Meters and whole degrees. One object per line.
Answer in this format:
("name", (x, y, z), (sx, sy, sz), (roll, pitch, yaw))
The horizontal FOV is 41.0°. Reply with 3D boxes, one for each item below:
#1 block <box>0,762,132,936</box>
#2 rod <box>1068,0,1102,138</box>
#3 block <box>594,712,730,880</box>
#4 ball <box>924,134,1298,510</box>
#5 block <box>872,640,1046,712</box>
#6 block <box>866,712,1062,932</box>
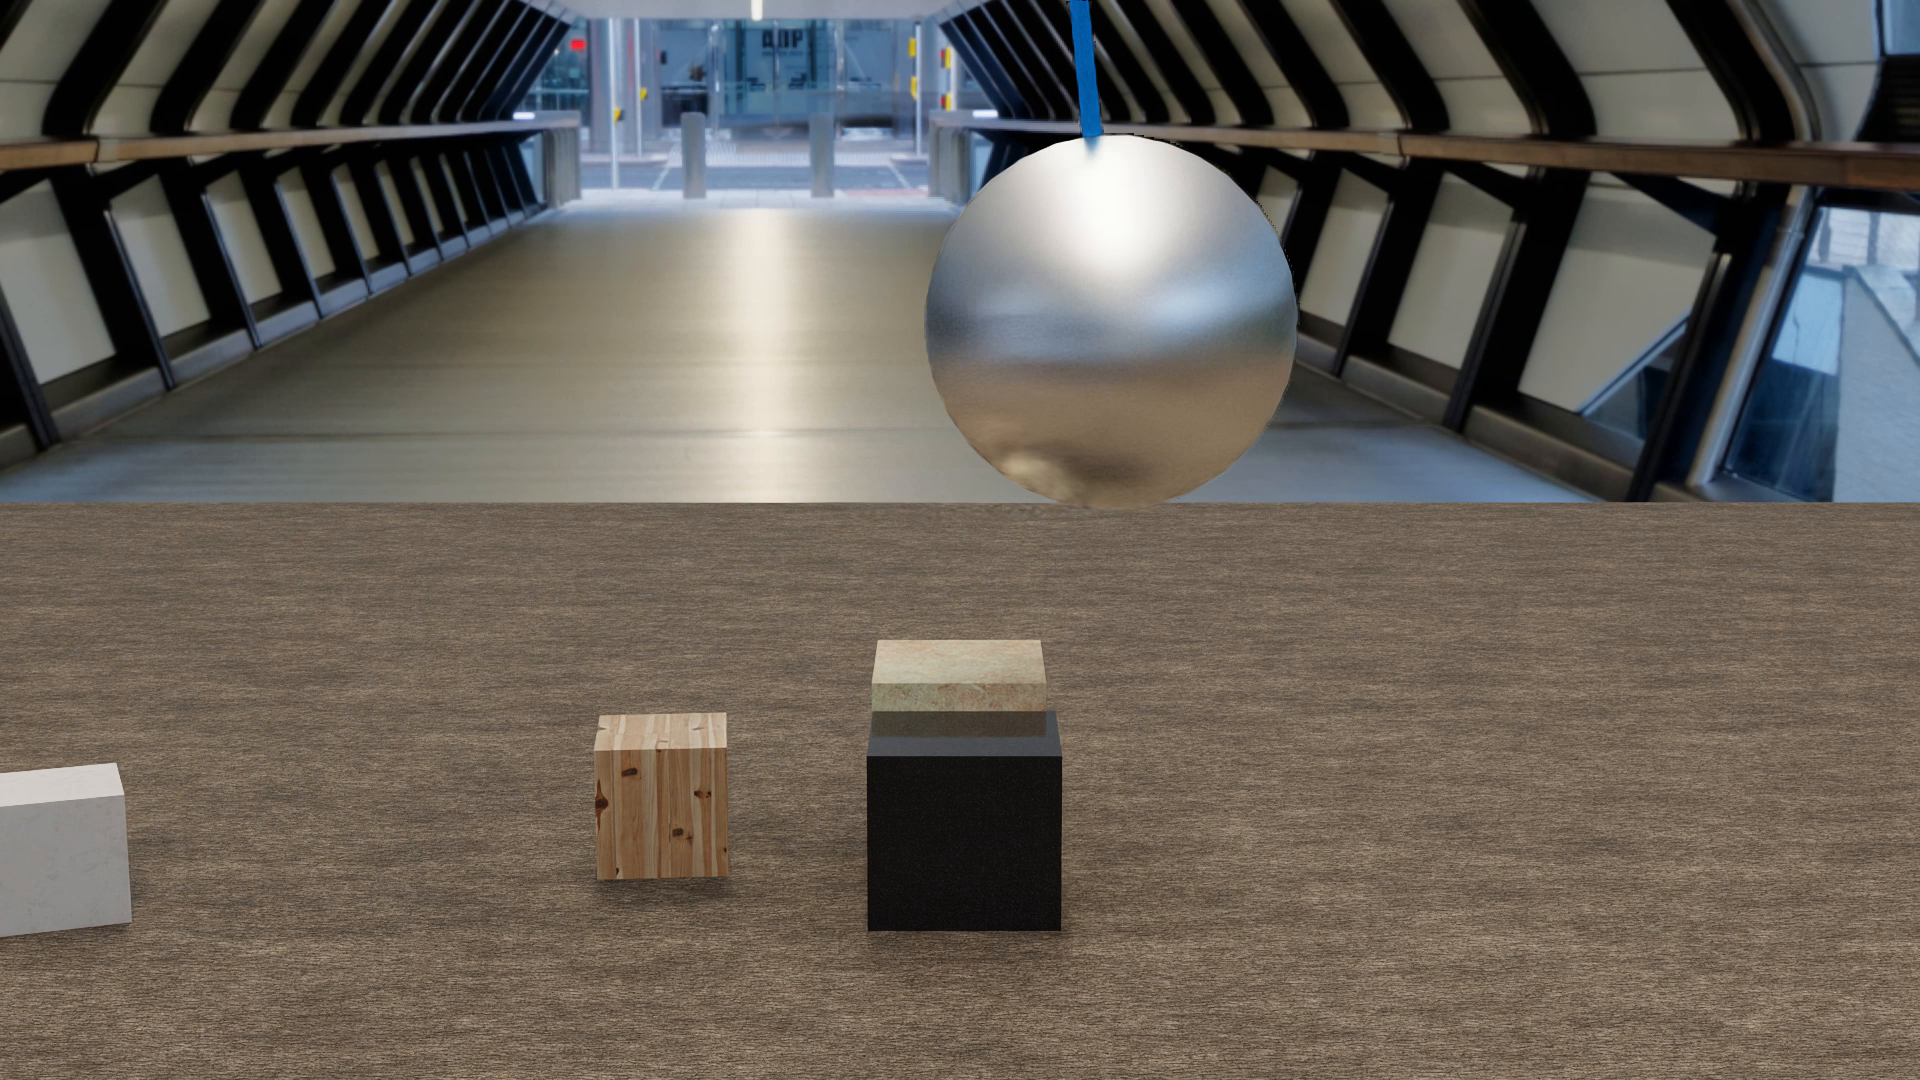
("block", (-3.822, 1.303, 10.855), (0.544, 0.553, 0.538), (-4, 11, -21))
("rod", (0.280, -4.255, 10.407), (0.080, 5.200, 0.080), (-6, 10, 1))
("block", (-1.342, 1.149, 11.601), (0.580, 0.588, 0.627), (-1, 10, -5))
("ball", (0.646, -0.929, 11.011), (1.600, 1.600, 1.600), (0, 10, 0))
("block", (-0.004, 0.979, 11.751), (0.765, 0.870, 0.874), (0, 10, 0))
("block", (0.018, 1.187, 10.947), (0.802, 0.749, 0.754), (0, 10, 0))
